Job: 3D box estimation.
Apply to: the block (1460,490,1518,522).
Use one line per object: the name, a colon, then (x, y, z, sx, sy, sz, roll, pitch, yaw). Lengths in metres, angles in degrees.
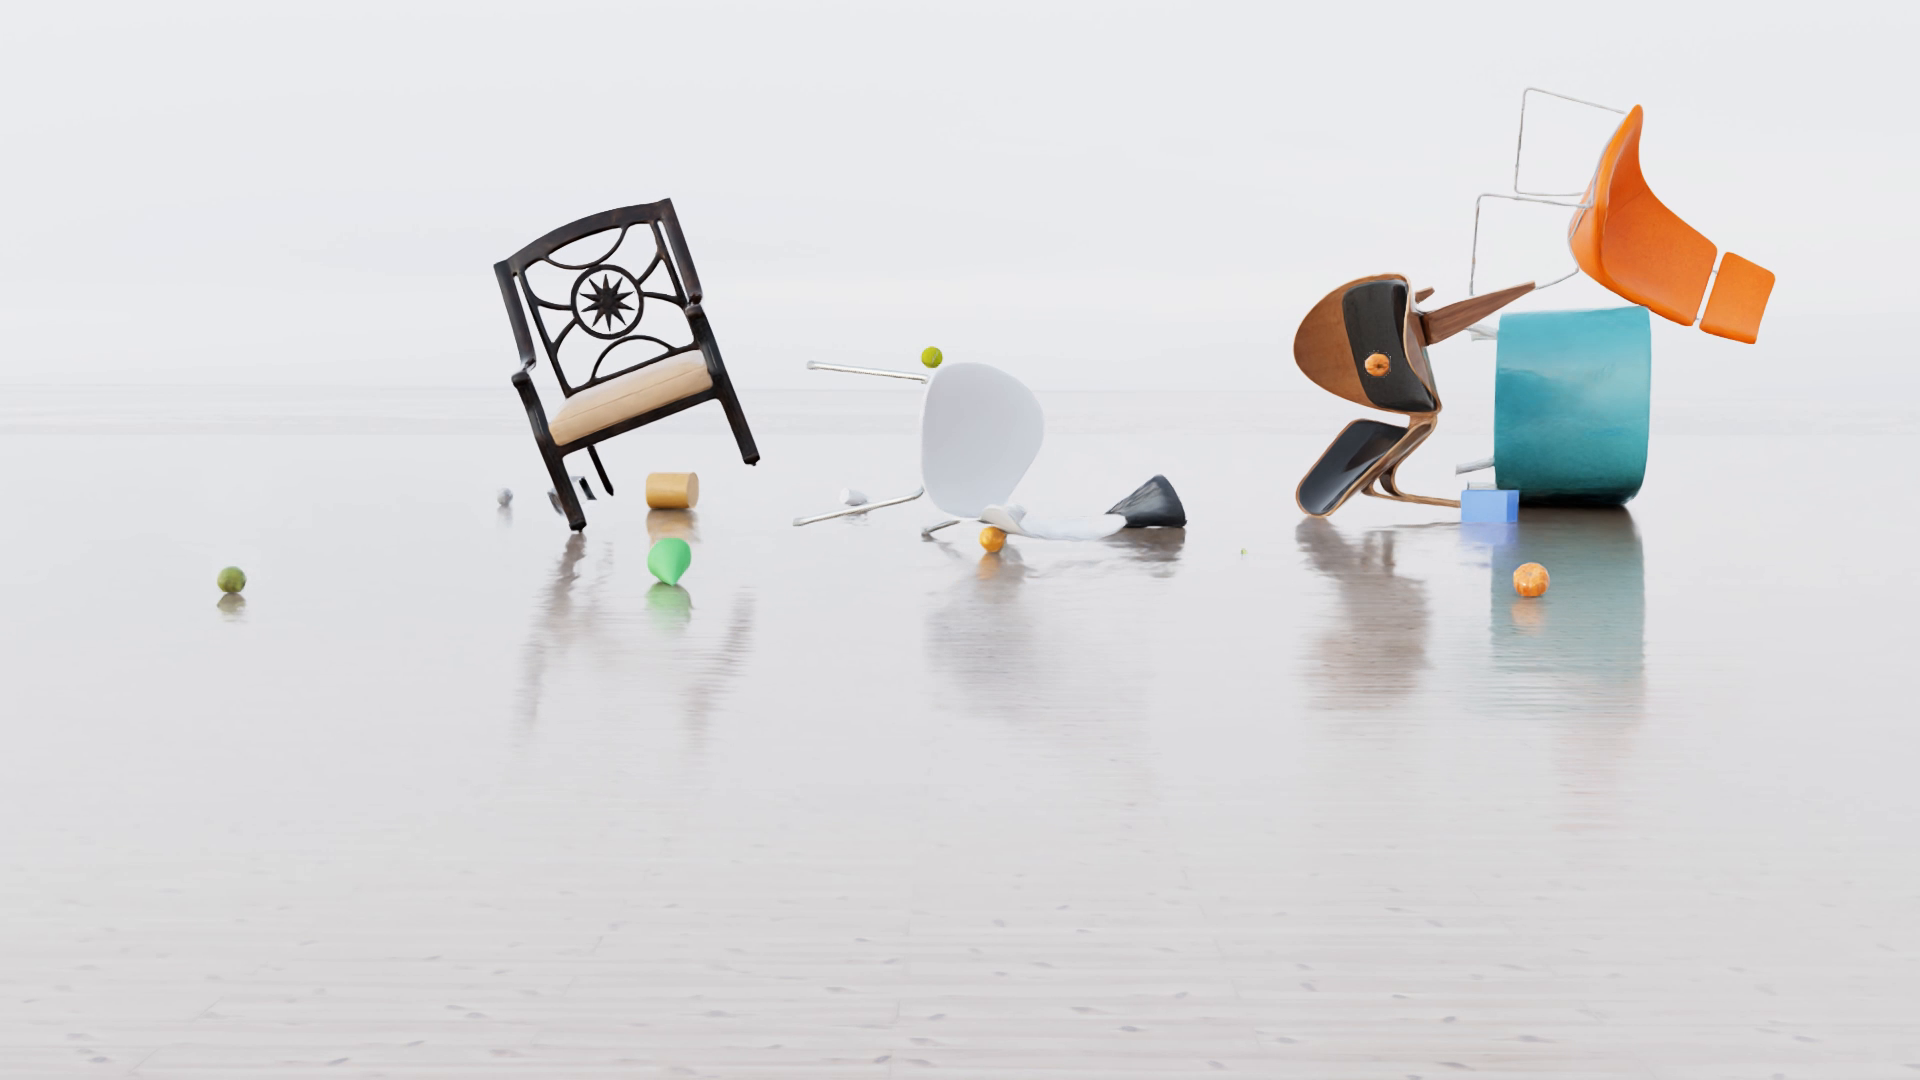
block: (1.799, -0.116, 7.470, 0.157, 0.105, 0.123, 2, 5, 32)

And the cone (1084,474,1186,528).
cone: (0.545, -0.085, 7.153, 0.317, 0.217, 0.129, -18, -36, -15)

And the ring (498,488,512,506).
ring: (-1.747, -0.167, 8.444, 0.048, 0.068, 0.133, 12, -13, -5)

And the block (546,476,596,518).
block: (-1.361, -0.152, 7.701, 0.097, 0.101, 0.110, 4, 37, 47)

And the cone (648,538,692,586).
cone: (-0.667, 0.075, 5.081, 0.098, 0.112, 0.181, 41, 9, -21)

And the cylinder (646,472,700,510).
cylinder: (-1.078, -0.186, 8.246, 0.161, 0.138, 0.151, 1, 21, 12)
